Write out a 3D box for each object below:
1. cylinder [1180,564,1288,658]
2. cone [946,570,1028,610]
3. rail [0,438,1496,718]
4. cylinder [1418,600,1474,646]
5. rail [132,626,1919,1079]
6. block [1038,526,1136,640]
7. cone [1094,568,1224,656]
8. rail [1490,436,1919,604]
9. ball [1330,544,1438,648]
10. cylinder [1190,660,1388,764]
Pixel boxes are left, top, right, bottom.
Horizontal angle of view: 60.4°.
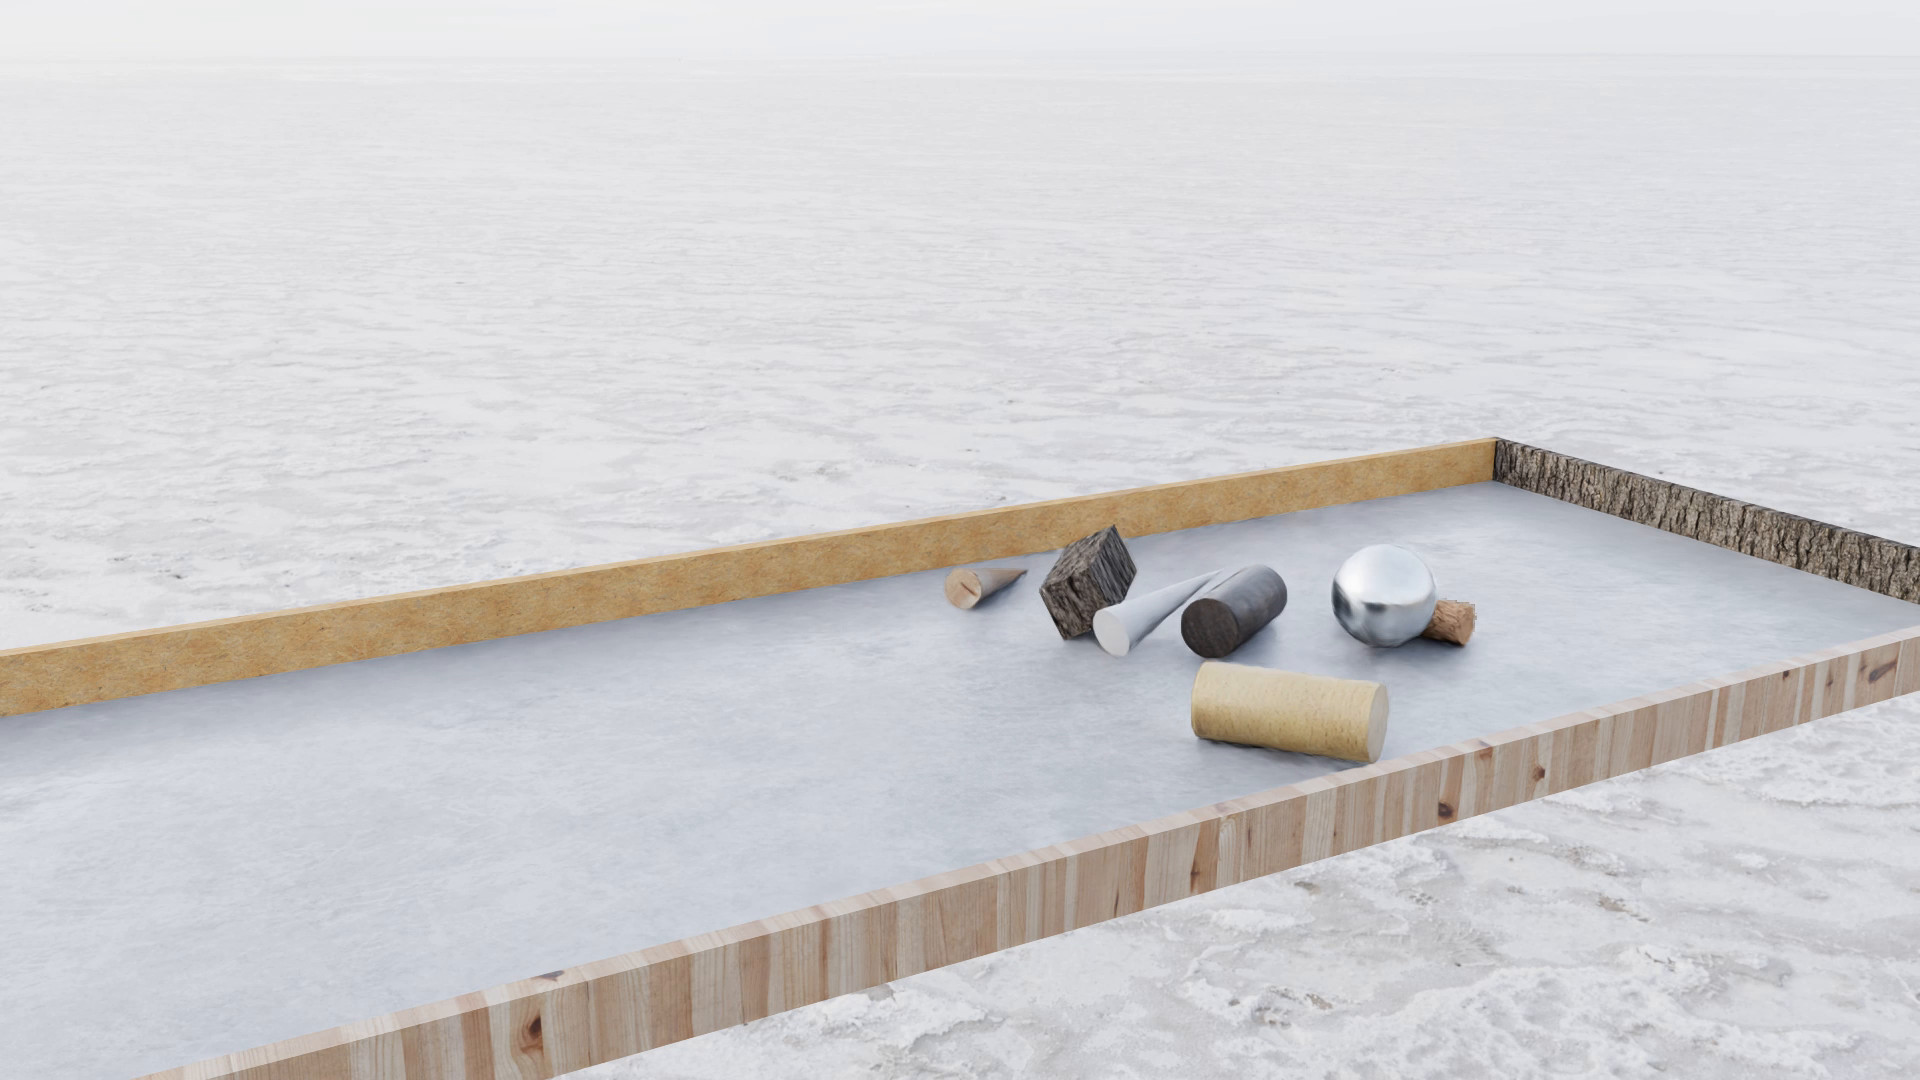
[{"bbox_3d":[0.738,0.189,4.426,0.163,0.163,0.354,10,19,30],"label":"cylinder"},{"bbox_3d":[0.110,0.116,4.860,0.115,0.115,0.422,9,11,28],"label":"cone"},{"bbox_3d":[-3.305,0.497,3.399,12.000,0.150,0.050,-9,18,-27],"label":"rail"},{"bbox_3d":[1.206,0.199,4.485,0.352,0.108,0.108,12,20,34],"label":"cylinder"},{"bbox_3d":[-2.336,1.006,1.665,12.000,0.150,0.050,-9,18,-27],"label":"rail"},{"bbox_3d":[0.362,0.113,4.602,0.154,0.154,0.435,-24,9,19],"label":"block"},{"bbox_3d":[0.559,0.160,4.407,0.435,0.134,0.134,-27,29,-32],"label":"cone"},{"bbox_3d":[2.466,-0.048,5.253,0.050,0.150,2.100,-9,18,-27],"label":"rail"},{"bbox_3d":[1.109,0.146,4.320,0.270,0.270,0.270,0,16,0],"label":"ball"},{"bbox_3d":[0.738,0.383,3.704,0.402,0.178,0.178,6,17,28],"label":"cylinder"}]
